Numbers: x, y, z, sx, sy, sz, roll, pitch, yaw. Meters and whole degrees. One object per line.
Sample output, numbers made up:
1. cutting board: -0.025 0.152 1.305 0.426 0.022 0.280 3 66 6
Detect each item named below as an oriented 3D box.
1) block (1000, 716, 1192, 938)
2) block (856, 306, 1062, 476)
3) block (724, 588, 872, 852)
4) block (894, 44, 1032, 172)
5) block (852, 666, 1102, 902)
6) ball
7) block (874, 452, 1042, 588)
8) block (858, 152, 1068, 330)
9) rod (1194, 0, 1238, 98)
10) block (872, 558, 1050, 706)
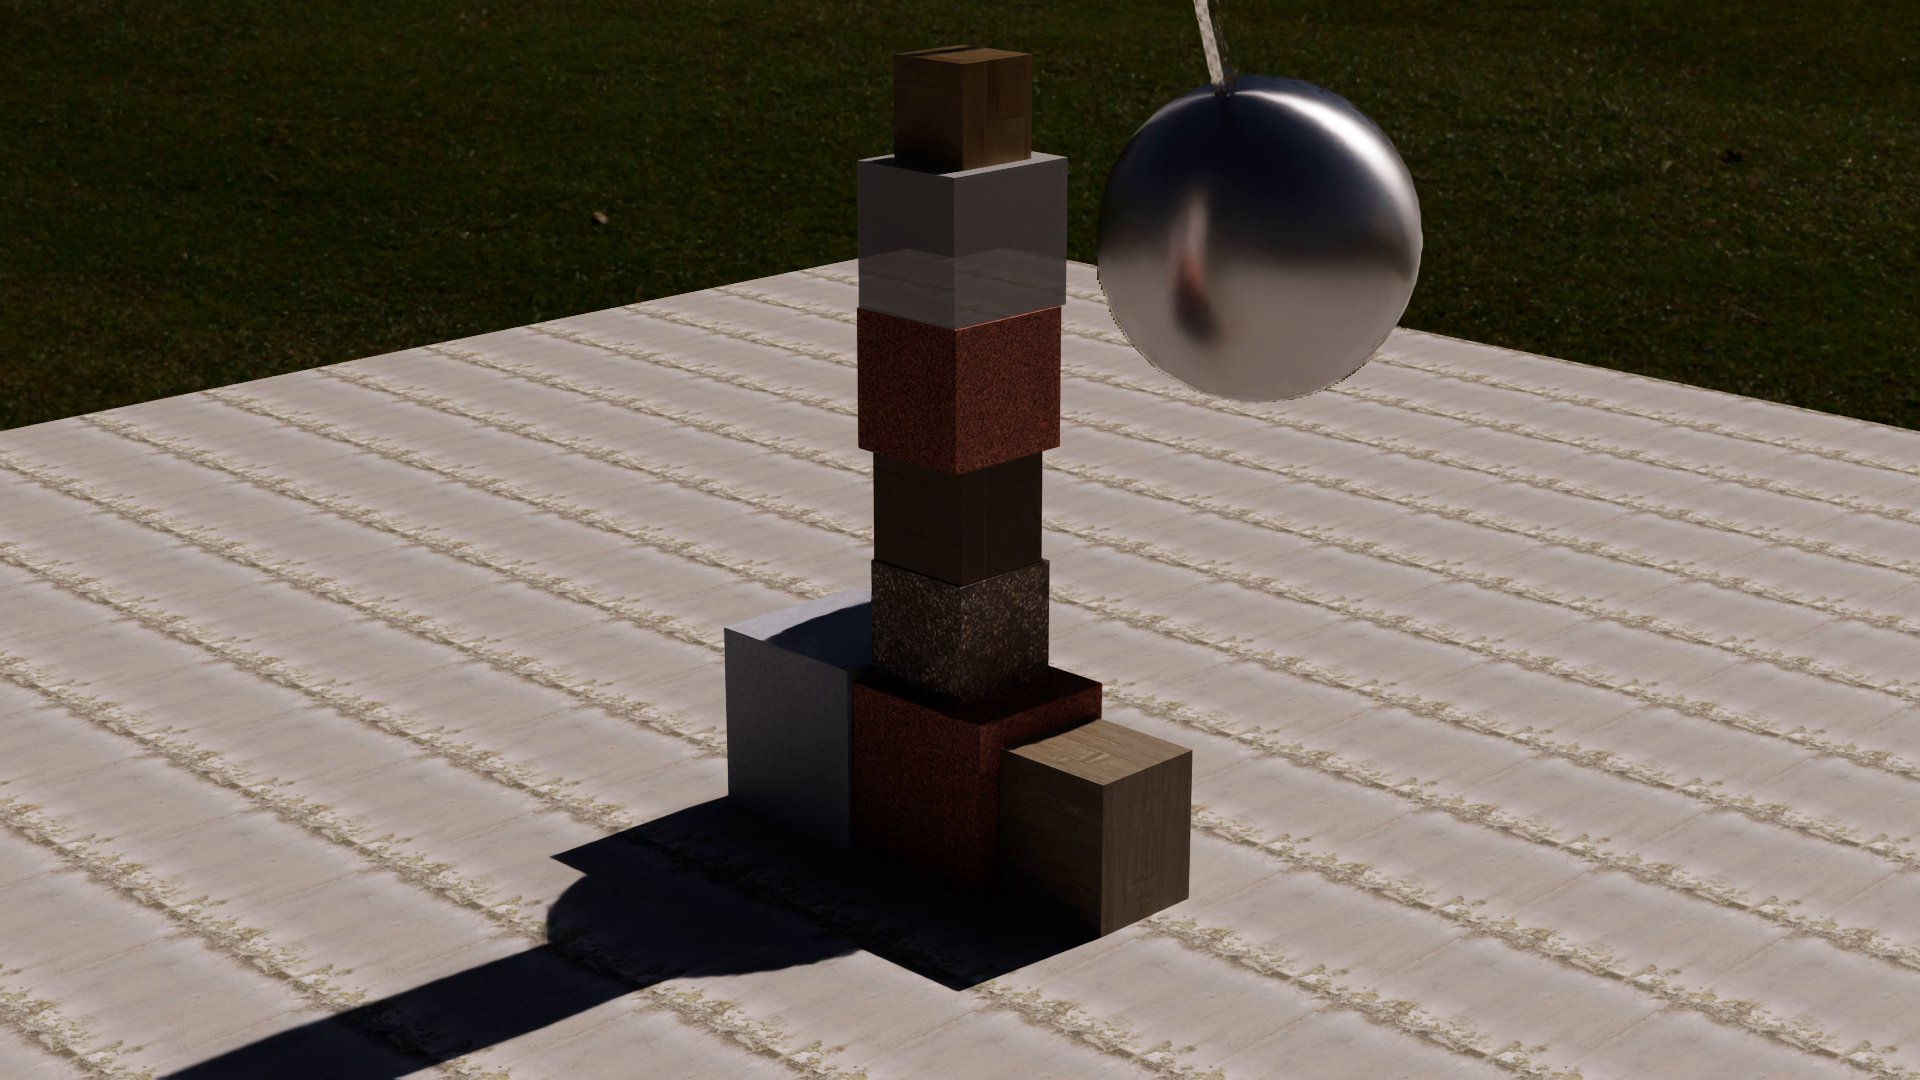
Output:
1. block: 0.604 1.269 13.111 0.588 0.717 0.619 -17 24 -42
2. block: -0.004 -0.726 13.110 0.661 0.647 0.624 -17 24 -42
3. block: -0.520 0.847 14.146 0.858 0.901 0.863 -17 24 -42
4. block: 0.012 -1.886 12.762 0.422 0.456 0.424 -17 24 -42
5. block: 0.080 1.056 13.576 0.796 0.845 0.822 -17 24 -42
6. ball: 1.467 -1.480 14.414 1.600 1.600 1.600 0 17 0
7. block: -0.010 -0.160 13.281 0.514 0.535 0.566 -17 24 -42
8. block: 0.012 -1.353 12.929 0.703 0.659 0.600 -17 24 -42
9. rod: 0.636 -4.274 12.665 0.080 5.200 0.080 17 44 42
10. block: 0.002 0.358 13.456 0.572 0.559 0.580 -17 24 -42
